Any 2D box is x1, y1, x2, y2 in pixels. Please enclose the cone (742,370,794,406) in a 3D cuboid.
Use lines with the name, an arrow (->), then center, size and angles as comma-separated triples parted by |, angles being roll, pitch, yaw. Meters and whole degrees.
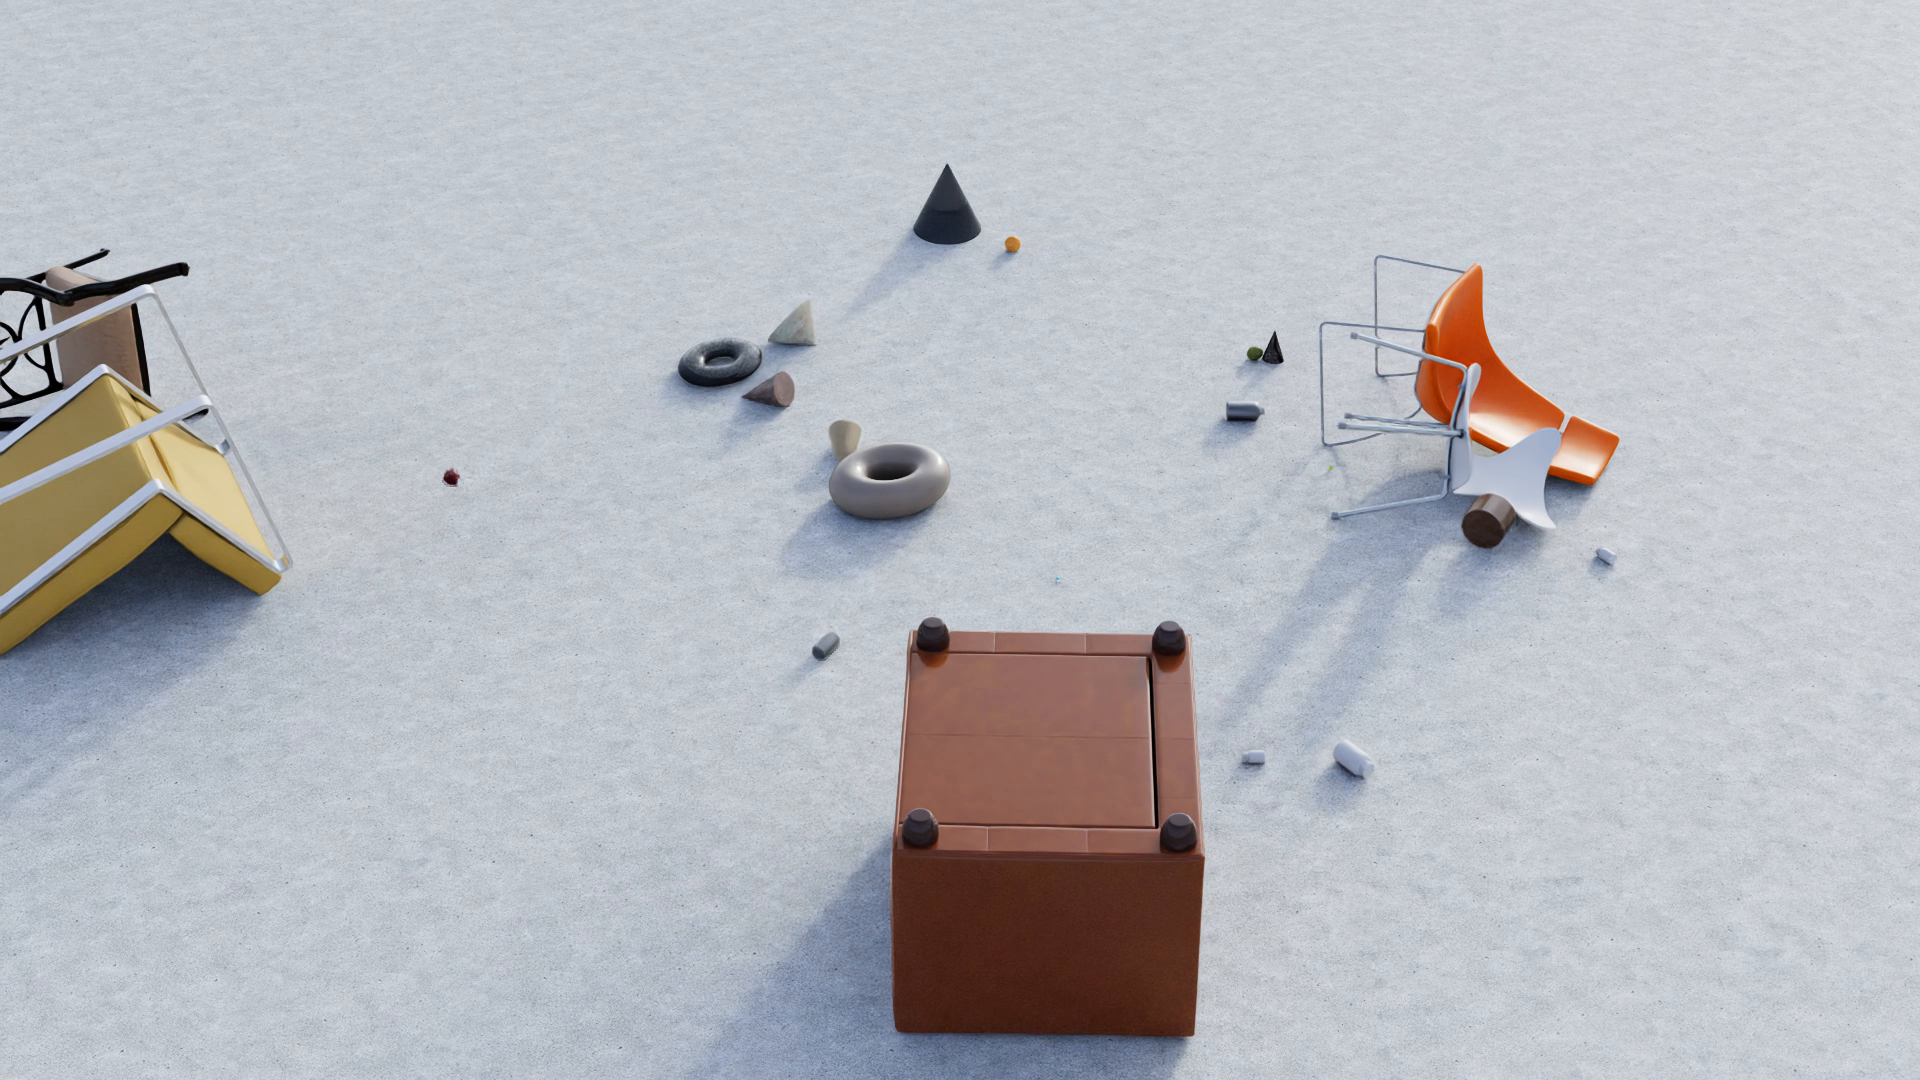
cone -> -0.795, -0.593, 11.782 | 0.201, 0.140, 0.192 | -9, 9, 24

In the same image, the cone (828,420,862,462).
cone -> -0.446, -0.314, 11.366 | 0.128, 0.122, 0.325 | 0, 44, -1

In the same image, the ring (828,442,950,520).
ring -> -0.267, -0.227, 11.152 | 0.479, 0.154, 0.385 | -15, 37, -19

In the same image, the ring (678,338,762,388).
ring -> -0.981, -0.728, 11.991 | 0.314, 0.066, 0.389 | 21, 38, 28

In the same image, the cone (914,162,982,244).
cone -> -0.056, -1.525, 12.966 | 0.303, 0.323, 0.326 | -2, 33, -3

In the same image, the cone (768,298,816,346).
cone -> -0.653, -0.861, 12.174 | 0.157, 0.200, 0.262 | 43, 59, 3

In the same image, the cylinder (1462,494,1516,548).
cylinder -> 1.967, -0.071, 10.904 | 0.158, 0.162, 0.132 | -14, 20, 39

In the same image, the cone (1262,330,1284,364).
cone -> 1.288, -0.802, 12.033 | 0.092, 0.142, 0.074 | 11, 35, 16
